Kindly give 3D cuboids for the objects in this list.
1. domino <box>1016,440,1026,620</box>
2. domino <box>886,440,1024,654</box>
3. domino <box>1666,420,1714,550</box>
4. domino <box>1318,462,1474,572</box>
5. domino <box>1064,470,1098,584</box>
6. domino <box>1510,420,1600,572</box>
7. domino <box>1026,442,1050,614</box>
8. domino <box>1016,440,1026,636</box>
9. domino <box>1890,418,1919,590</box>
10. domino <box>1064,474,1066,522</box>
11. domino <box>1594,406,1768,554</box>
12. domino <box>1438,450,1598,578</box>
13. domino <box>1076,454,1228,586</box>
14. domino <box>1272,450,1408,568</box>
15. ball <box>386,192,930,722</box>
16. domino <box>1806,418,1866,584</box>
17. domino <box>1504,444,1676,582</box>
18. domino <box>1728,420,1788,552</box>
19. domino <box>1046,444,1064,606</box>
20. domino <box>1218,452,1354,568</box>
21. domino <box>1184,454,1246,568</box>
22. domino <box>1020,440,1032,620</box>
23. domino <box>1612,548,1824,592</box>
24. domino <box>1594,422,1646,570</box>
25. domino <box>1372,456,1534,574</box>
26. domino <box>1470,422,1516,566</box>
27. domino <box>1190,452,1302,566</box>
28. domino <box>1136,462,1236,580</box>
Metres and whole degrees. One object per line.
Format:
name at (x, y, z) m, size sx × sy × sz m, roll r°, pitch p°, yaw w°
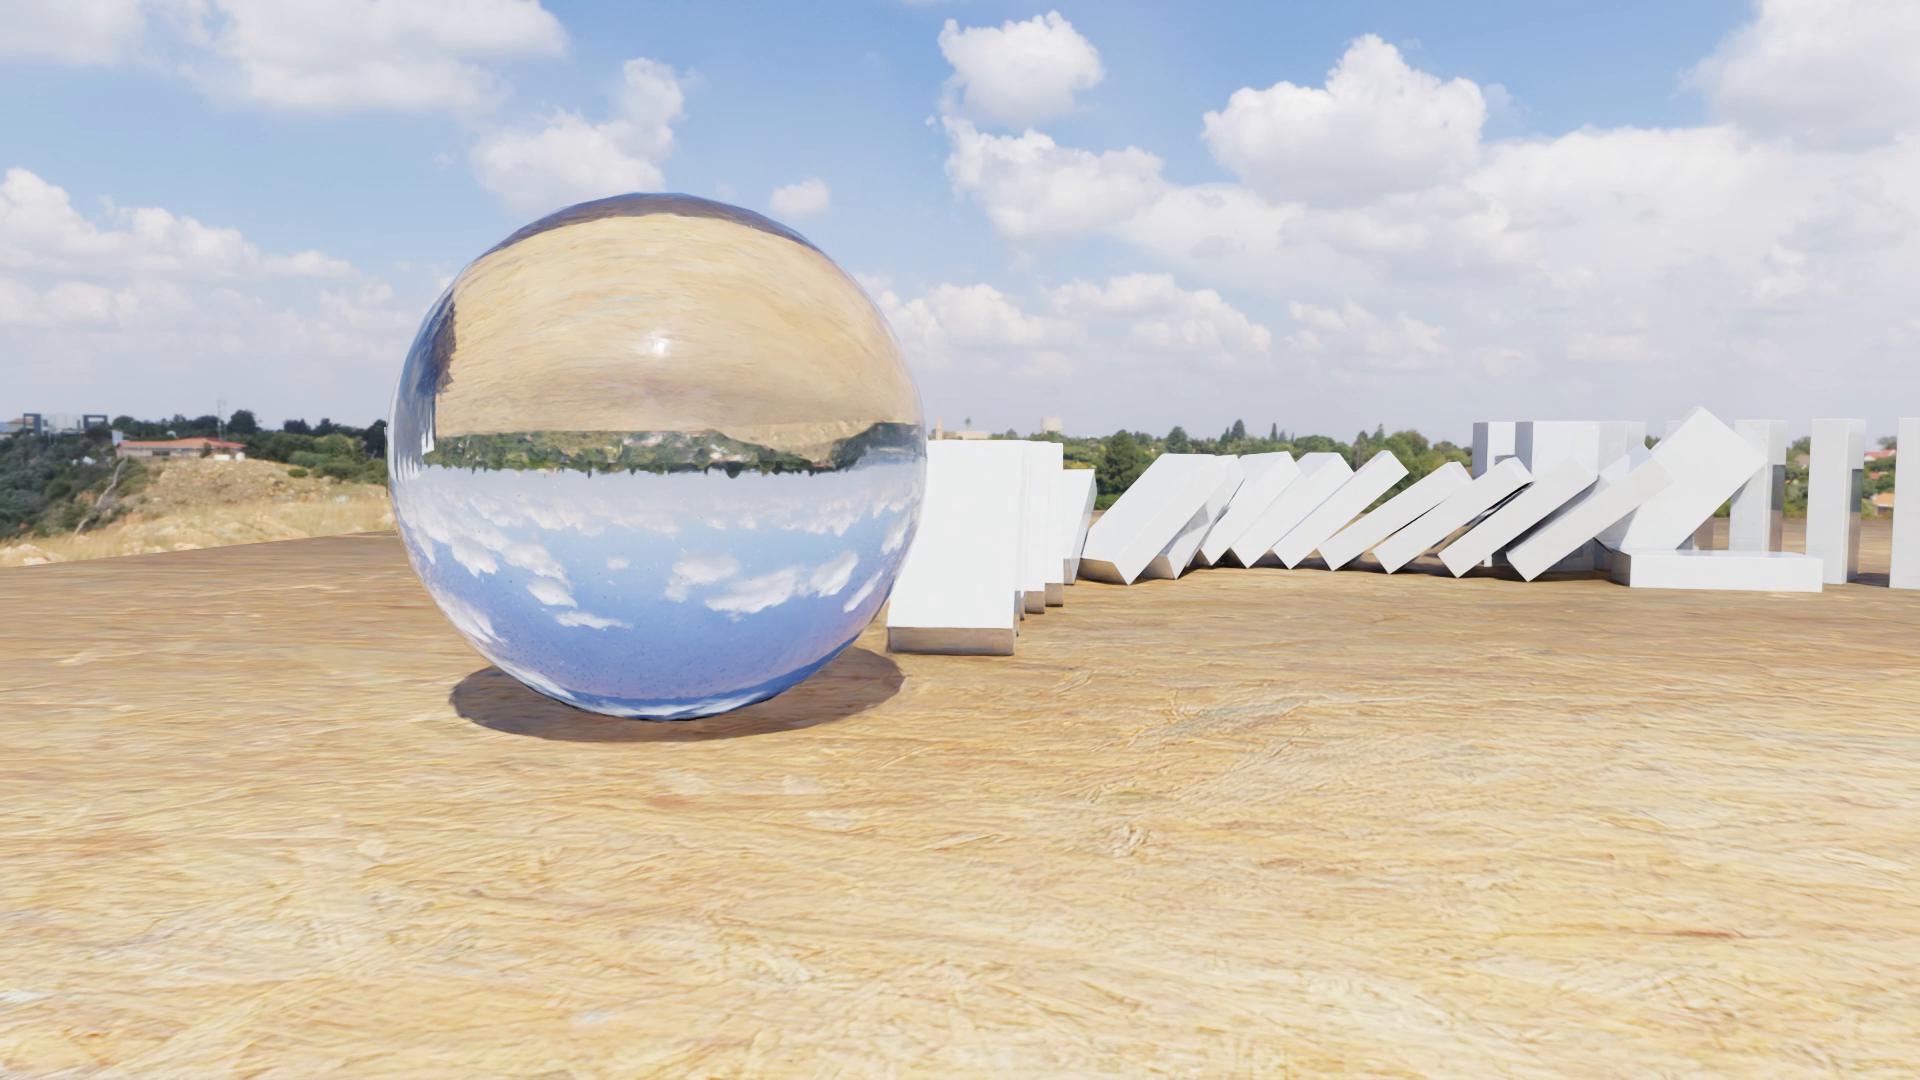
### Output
domino at (0.001, 0.000, 0.285) m, size 0.025 × 0.050 × 0.010 m, roll 1°, pitch -38°, yaw 6°
domino at (0.000, 0.001, 0.272) m, size 0.025 × 0.050 × 0.009 m, roll 0°, pitch -38°, yaw 6°
domino at (0.243, -0.014, 0.427) m, size 0.009 × 0.050 × 0.025 m, roll 4°, pitch 6°, yaw 43°
domino at (0.146, -0.008, 0.429) m, size 0.050 × 0.010 × 0.025 m, roll -37°, pitch -14°, yaw 27°
domino at (0.027, -0.005, 0.406) m, size 0.025 × 0.010 × 0.050 m, roll 0°, pitch 35°, yaw 16°
domino at (0.200, -0.015, 0.431) m, size 0.025 × 0.050 × 0.009 m, roll -1°, pitch 4°, yaw -12°
domino at (0.010, -0.004, 0.336) m, size 0.025 × 0.050 × 0.010 m, roll 0°, pitch -39°, yaw 6°
domino at (0.002, -0.001, 0.298) m, size 0.025 × 0.050 × 0.009 m, roll 0°, pitch -38°, yaw 6°
domino at (0.287, -0.011, 0.383) m, size 0.025 × 0.050 × 0.009 m, roll -4°, pitch 6°, yaw -45°
domino at (0.017, -0.002, 0.367) m, size 0.025 × 0.010 × 0.050 m, roll 0°, pitch 34°, yaw 6°
domino at (0.224, -0.015, 0.405) m, size 0.025 × 0.050 × 0.010 m, roll 43°, pitch 14°, yaw 10°
domino at (0.177, -0.008, 0.407) m, size 0.050 × 0.010 × 0.025 m, roll -42°, pitch -12°, yaw 27°
domino at (0.059, -0.007, 0.403) m, size 0.050 × 0.010 × 0.025 m, roll -45°, pitch 24°, yaw -20°
domino at (0.130, -0.011, 0.442) m, size 0.050 × 0.010 × 0.025 m, roll -41°, pitch -5°, yaw 12°
ball at (-0.045, -0.012, 0.198) m, size 0.080 × 0.080 × 0.080 m, roll 0°, pitch 4°, yaw 0°
domino at (0.272, -0.012, 0.398) m, size 0.010 × 0.050 × 0.025 m, roll 4°, pitch 6°, yaw 45°
domino at (0.193, -0.009, 0.396) m, size 0.050 × 0.009 × 0.025 m, roll -42°, pitch -3°, yaw 25°
domino at (0.257, -0.013, 0.413) m, size 0.010 × 0.050 × 0.025 m, roll 4°, pitch 6°, yaw 44°
domino at (0.016, -0.005, 0.349) m, size 0.025 × 0.050 × 0.010 m, roll -1°, pitch -40°, yaw 5°
domino at (0.112, -0.011, 0.450) m, size 0.050 × 0.010 × 0.025 m, roll -40°, pitch 9°, yaw -5°
domino at (0.076, -0.010, 0.442) m, size 0.025 × 0.010 × 0.050 m, roll -3°, pitch 37°, yaw 42°
domino at (0.005, -0.003, 0.323) m, size 0.025 × 0.050 × 0.010 m, roll 0°, pitch -38°, yaw 6°
domino at (0.227, 0.009, 0.387) m, size 0.050 × 0.010 × 0.025 m, roll 1°, pitch 4°, yaw 15°
domino at (0.227, -0.016, 0.441) m, size 0.010 × 0.050 × 0.025 m, roll 4°, pitch 6°, yaw 41°
domino at (0.161, -0.008, 0.419) m, size 0.050 × 0.010 × 0.025 m, roll -40°, pitch -16°, yaw 28°
domino at (0.194, -0.016, 0.451) m, size 0.025 × 0.050 × 0.010 m, roll -1°, pitch 4°, yaw -9°
domino at (0.094, -0.011, 0.451) m, size 0.050 × 0.010 × 0.025 m, roll -43°, pitch 17°, yaw -19°
domino at (0.069, -0.007, 0.422) m, size 0.025 × 0.010 × 0.050 m, roll 3°, pitch 41°, yaw 38°
